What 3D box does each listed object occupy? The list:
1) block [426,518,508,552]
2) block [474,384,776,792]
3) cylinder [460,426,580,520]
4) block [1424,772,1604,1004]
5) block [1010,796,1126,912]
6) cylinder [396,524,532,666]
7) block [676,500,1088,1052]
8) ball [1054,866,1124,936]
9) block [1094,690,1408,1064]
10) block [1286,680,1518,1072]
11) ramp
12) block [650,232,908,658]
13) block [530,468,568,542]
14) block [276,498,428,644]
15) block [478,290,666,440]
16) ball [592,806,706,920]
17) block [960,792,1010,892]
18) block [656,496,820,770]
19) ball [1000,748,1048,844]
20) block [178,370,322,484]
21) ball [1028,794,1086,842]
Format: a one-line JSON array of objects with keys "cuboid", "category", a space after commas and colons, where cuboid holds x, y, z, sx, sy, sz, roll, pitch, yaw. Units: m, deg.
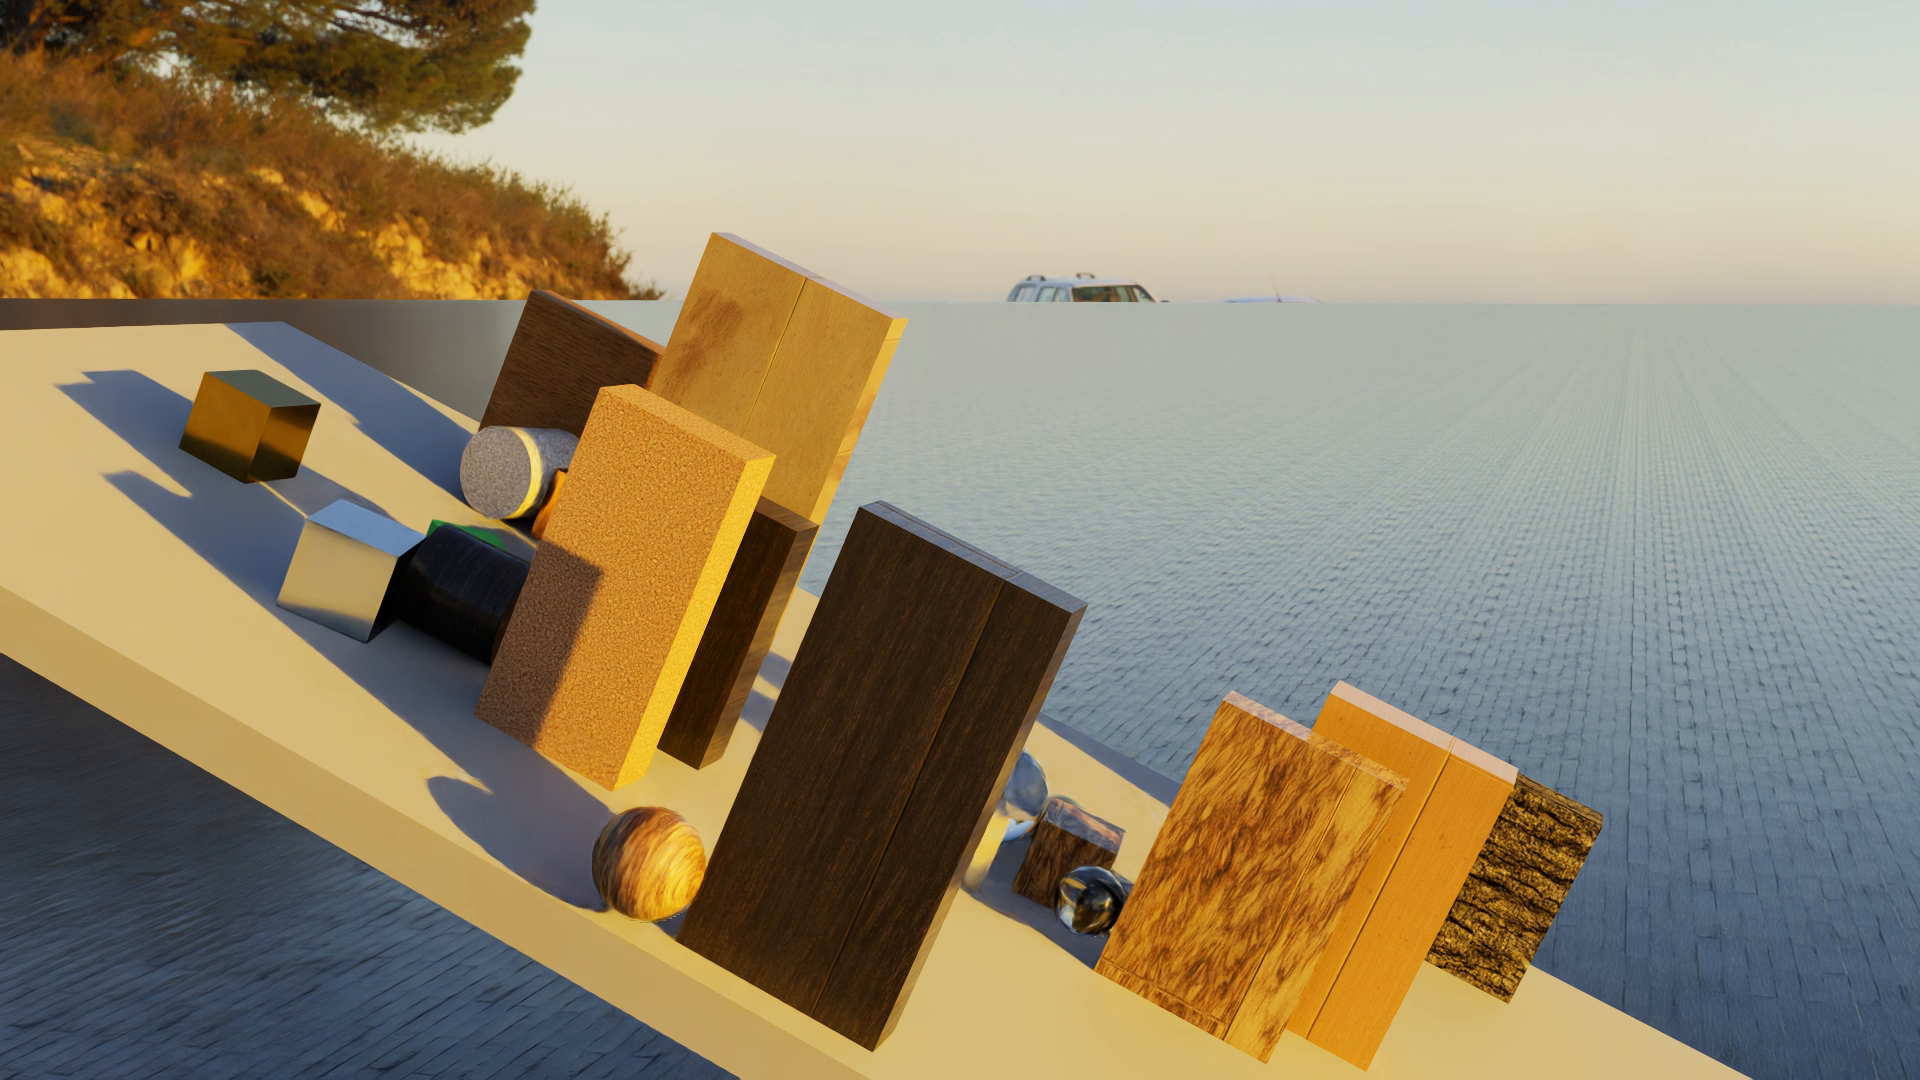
[{"cuboid": [-0.948, 0.057, 4.183, 0.131, 0.131, 0.131, 15, 16, -33], "category": "block"}, {"cuboid": [-0.566, 0.079, 3.694, 0.282, 0.614, 0.126, 27, 13, 13], "category": "block"}, {"cuboid": [-0.950, -0.146, 4.820, 0.202, 0.202, 0.202, 4, 2, 29], "category": "cylinder"}, {"cuboid": [1.035, 0.664, 4.566, 0.434, 0.420, 0.113, 27, 13, 13], "category": "block"}, {"cuboid": [0.199, 0.587, 4.036, 0.148, 0.148, 0.148, 25, 13, 5], "category": "block"}, {"cuboid": [-0.882, 0.101, 3.983, 0.196, 0.196, 0.196, 25, 11, 7], "category": "cylinder"}, {"cuboid": [-0.120, 0.343, 3.189, 0.339, 0.720, 0.096, 27, 13, 13], "category": "block"}, {"cuboid": [0.225, 0.626, 3.821, 0.122, 0.122, 0.122, 0, 7, 0], "category": "ball"}, {"cuboid": [0.492, 0.573, 3.743, 0.331, 0.535, 0.089, 27, 13, 13], "category": "block"}, {"cuboid": [0.698, 0.594, 3.905, 0.345, 0.584, 0.127, 27, 13, 13], "category": "block"}, {"cuboid": [-0.278, 0.480, 4.178, 4.000, 0.100, 2.000, 27, 13, 13], "category": "ramp"}, {"cuboid": [-0.457, -0.189, 4.554, 0.425, 0.784, 0.097, 27, 13, 13], "category": "block"}, {"cuboid": [-0.798, -0.047, 4.779, 0.162, 0.162, 0.162, 30, 15, 26], "category": "block"}, {"cuboid": [-1.074, 0.054, 3.893, 0.171, 0.171, 0.171, 23, 13, -1], "category": "block"}, {"cuboid": [-0.849, -0.273, 4.959, 0.418, 0.444, 0.091, 27, 13, 13], "category": "block"}, {"cuboid": [-0.455, 0.471, 3.212, 0.166, 0.166, 0.166, 0, 7, 0], "category": "ball"}, {"cuboid": [-0.010, 0.519, 3.953, 0.143, 0.143, 0.143, 22, 13, -9], "category": "block"}, {"cuboid": [-0.539, 0.101, 3.955, 0.417, 0.475, 0.108, 27, 13, 13], "category": "block"}, {"cuboid": [0.070, 0.476, 4.147, 0.194, 0.194, 0.194, 0, 7, 0], "category": "ball"}, {"cuboid": [-1.424, -0.230, 4.414, 0.167, 0.167, 0.167, 27, 14, 14], "category": "block"}, {"cuboid": [0.188, 0.548, 4.227, 0.120, 0.120, 0.120, 0, 7, 0], "category": "ball"}]
